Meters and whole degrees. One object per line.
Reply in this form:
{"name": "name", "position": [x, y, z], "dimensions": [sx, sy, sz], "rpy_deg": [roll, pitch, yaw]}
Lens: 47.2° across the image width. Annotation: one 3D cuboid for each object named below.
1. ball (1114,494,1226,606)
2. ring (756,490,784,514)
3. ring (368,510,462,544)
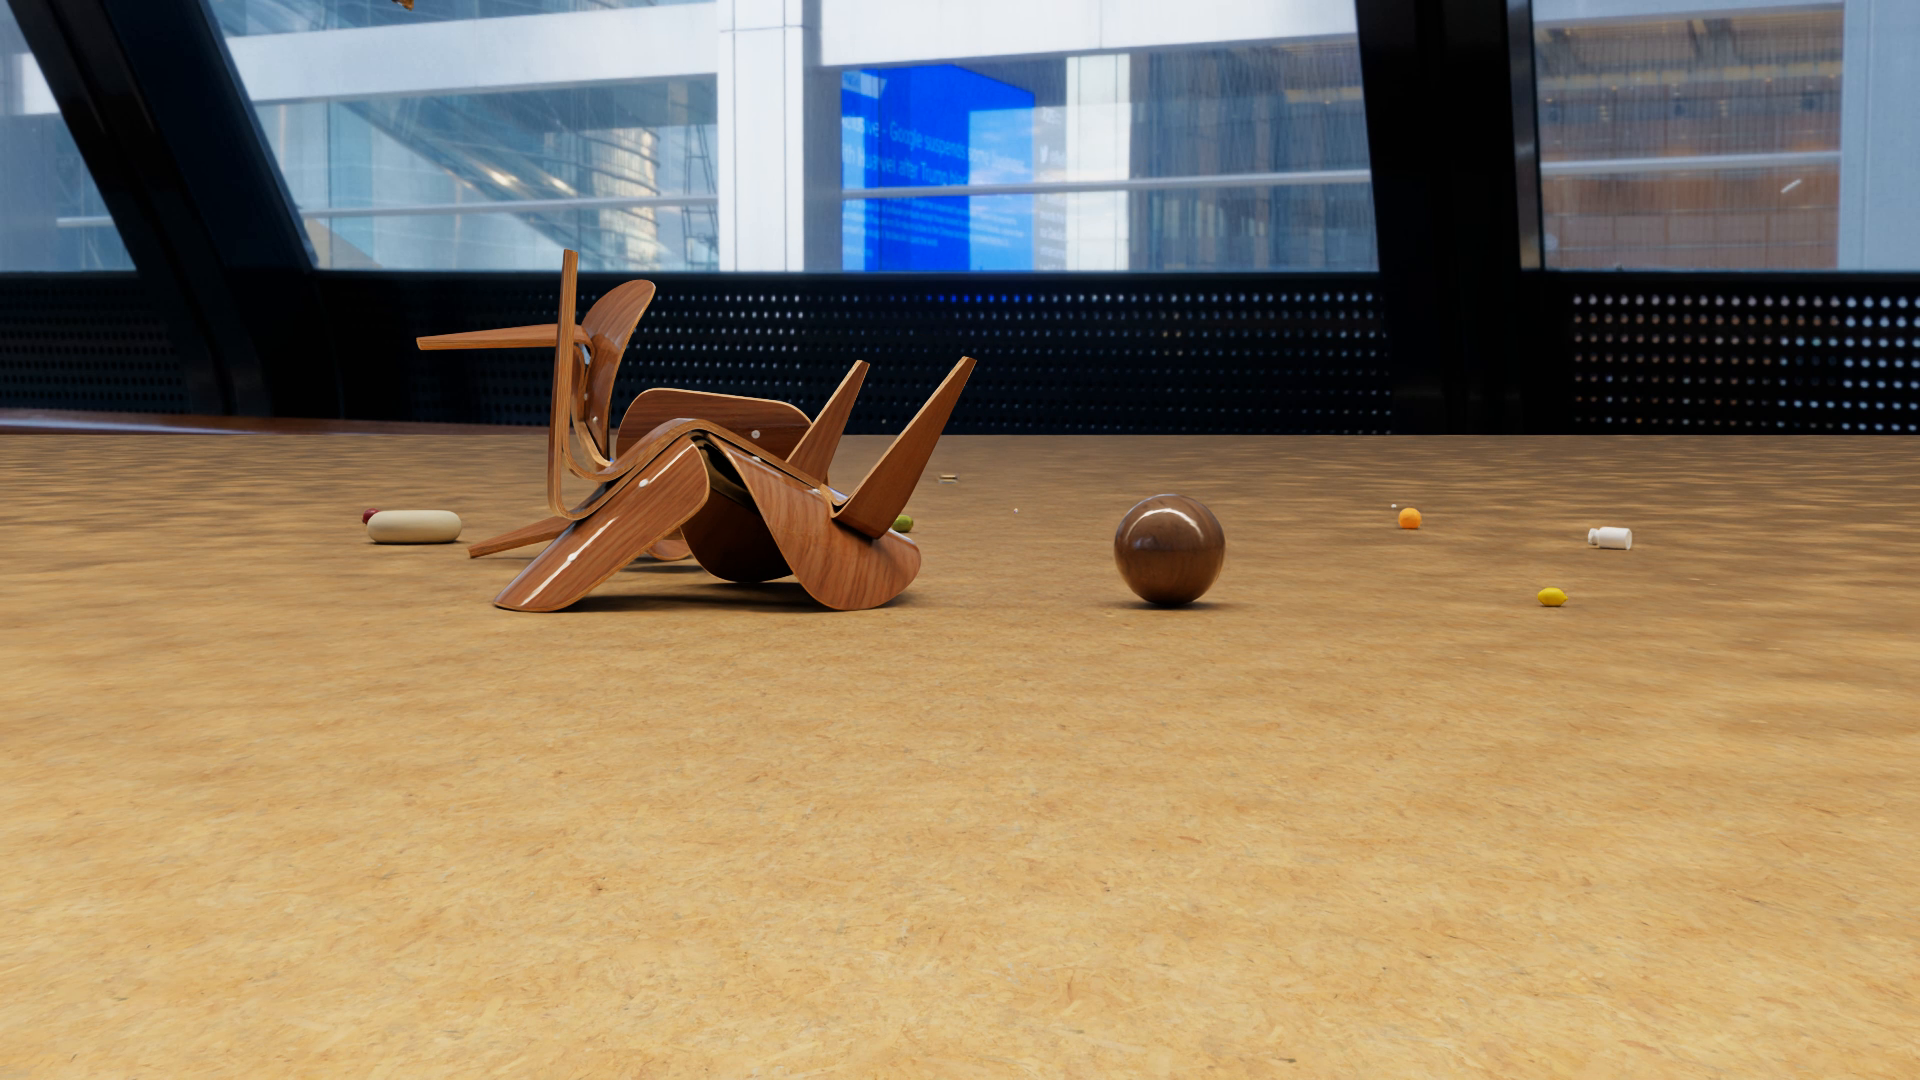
{"name": "ball", "position": [0.434, 0.020, 4.554], "dimensions": [0.232, 0.232, 0.232], "rpy_deg": [0, 4, 0]}
{"name": "ring", "position": [-0.688, -0.135, 7.931], "dimensions": [0.074, 0.083, 0.121], "rpy_deg": [7, 19, 21]}
{"name": "ring", "position": [-1.597, -0.038, 6.441], "dimensions": [0.272, 0.092, 0.264], "rpy_deg": [-2, 3, -40]}
